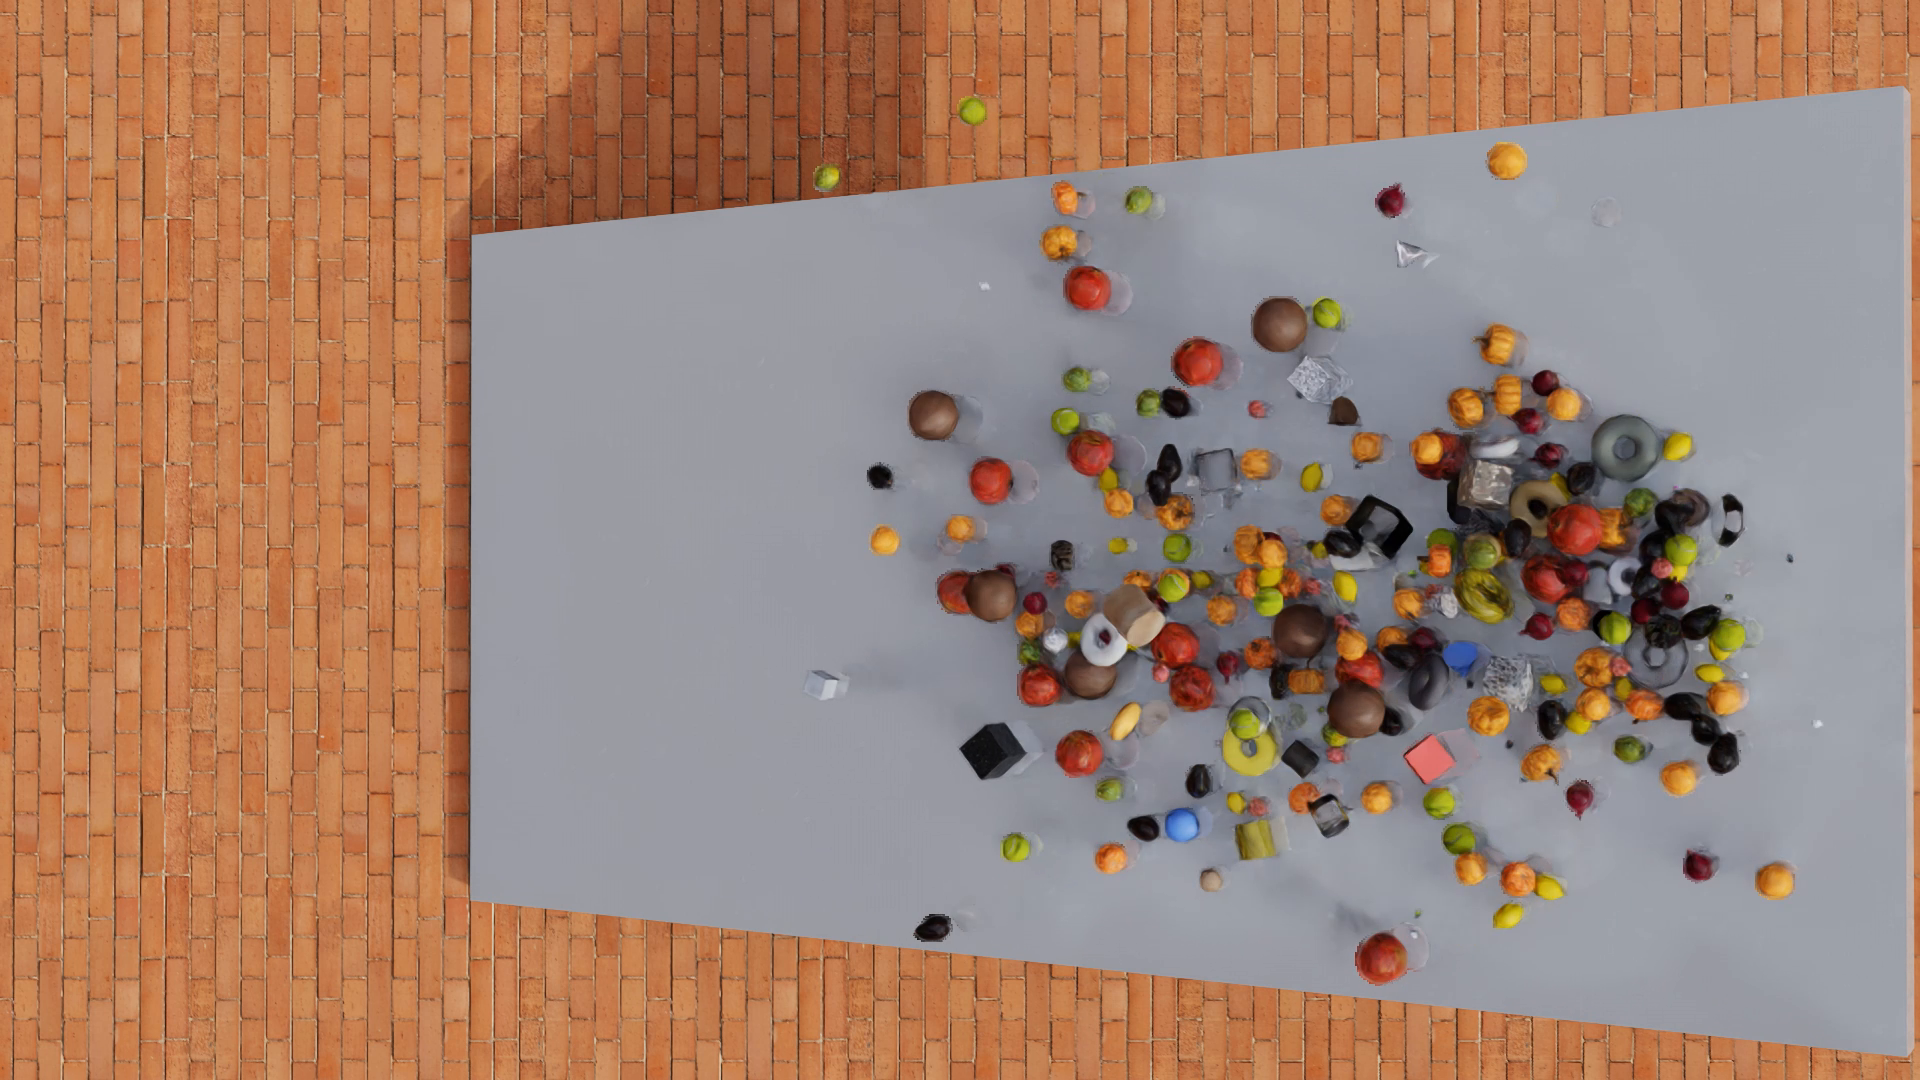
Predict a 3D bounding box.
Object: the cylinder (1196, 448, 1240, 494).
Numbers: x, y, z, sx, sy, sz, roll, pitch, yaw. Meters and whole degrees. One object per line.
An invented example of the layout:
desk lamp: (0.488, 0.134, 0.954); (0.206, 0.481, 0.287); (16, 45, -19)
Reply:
cylinder: (0.620, -0.166, 5.281); (0.091, 0.091, 0.091); (-10, 85, 0)

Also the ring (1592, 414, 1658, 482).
ring: (1.451, -0.200, 4.800); (0.147, 0.049, 0.147); (4, 98, 32)

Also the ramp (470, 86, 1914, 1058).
ramp: (0.264, 0.073, 5.610); (4.000, 0.100, 2.000); (0, 89, 31)

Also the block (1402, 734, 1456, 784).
block: (1.058, 0.495, 4.970); (0.080, 0.080, 0.080); (-38, 82, 3)

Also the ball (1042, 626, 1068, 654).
ball: (0.237, 0.249, 5.459); (0.066, 0.066, 0.066); (0, 89, 0)

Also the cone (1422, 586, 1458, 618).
cone: (1.078, 0.144, 4.989); (0.074, 0.074, 0.074); (-7, 89, 43)

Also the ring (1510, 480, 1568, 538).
ring: (1.267, -0.069, 4.821); (0.134, 0.045, 0.134); (16, 119, 31)

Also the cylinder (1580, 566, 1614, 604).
cylinder: (1.400, 0.099, 4.818); (0.070, 0.070, 0.070); (9, 94, 0)

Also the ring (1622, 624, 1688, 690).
ring: (1.504, 0.250, 4.759); (0.147, 0.049, 0.147); (1, 92, 39)

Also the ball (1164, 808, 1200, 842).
ball: (0.538, 0.691, 5.330); (0.083, 0.083, 0.083); (0, 89, 0)

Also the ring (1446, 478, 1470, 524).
ring: (1.118, -0.087, 4.933); (0.035, 0.104, 0.104); (-6, 89, -2)

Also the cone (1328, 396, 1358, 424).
cone: (0.883, -0.287, 5.158); (0.072, 0.072, 0.072); (13, 60, -23)

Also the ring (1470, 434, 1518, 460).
ring: (1.190, -0.208, 4.900); (0.109, 0.109, 0.036); (-14, 104, 0)

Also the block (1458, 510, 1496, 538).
block: (1.167, -0.027, 4.961); (0.058, 0.058, 0.058); (40, 109, 12)

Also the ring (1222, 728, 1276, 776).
ring: (0.692, 0.497, 5.261); (0.137, 0.046, 0.137); (0, 91, 30)

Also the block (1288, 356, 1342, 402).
block: (0.833, -0.378, 5.164); (0.077, 0.077, 0.077); (46, 112, 23)

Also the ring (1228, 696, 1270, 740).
ring: (0.686, 0.424, 5.225); (0.114, 0.038, 0.114); (-20, 54, 30)

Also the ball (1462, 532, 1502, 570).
ball: (1.162, 0.024, 4.894); (0.085, 0.085, 0.085); (0, 89, 0)

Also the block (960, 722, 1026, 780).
block: (0.085, 0.538, 5.599); (0.099, 0.099, 0.099); (-44, 68, 23)

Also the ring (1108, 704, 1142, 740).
ring: (0.404, 0.444, 5.377); (0.035, 0.105, 0.105); (39, 90, 26)

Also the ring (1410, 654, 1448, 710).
ring: (1.066, 0.323, 4.999); (0.044, 0.133, 0.133); (18, 89, -13)

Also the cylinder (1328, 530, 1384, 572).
cylinder: (0.918, 0.022, 5.095); (0.097, 0.097, 0.097); (-6, 89, 34)

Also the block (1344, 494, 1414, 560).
block: (0.946, -0.029, 4.962); (0.092, 0.092, 0.092); (-53, 134, -5)

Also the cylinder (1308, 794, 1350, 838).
cylinder: (0.849, 0.635, 5.054); (0.070, 0.070, 0.070); (-25, 55, 0)

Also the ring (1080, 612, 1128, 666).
ring: (0.350, 0.242, 5.335); (0.134, 0.045, 0.134); (-11, 72, 36)

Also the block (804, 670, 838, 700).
block: (-0.373, 0.390, 5.903); (0.058, 0.058, 0.058); (25, 102, 29)

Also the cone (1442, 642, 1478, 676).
cone: (1.137, 0.286, 4.979); (0.078, 0.078, 0.078); (-21, 130, 0)

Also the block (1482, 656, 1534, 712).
block: (1.213, 0.319, 4.864); (0.083, 0.083, 0.083); (5, 47, 29)

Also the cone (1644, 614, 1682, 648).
cone: (1.482, 0.191, 4.639); (0.076, 0.076, 0.076); (-1, 86, 19)

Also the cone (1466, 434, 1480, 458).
cone: (1.181, -0.219, 4.977); (0.057, 0.057, 0.057); (-13, 89, -2)

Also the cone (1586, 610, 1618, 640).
cone: (1.398, 0.186, 4.836); (0.066, 0.066, 0.066); (0, 89, -22)

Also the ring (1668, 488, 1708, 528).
ring: (1.568, -0.068, 4.742); (0.084, 0.028, 0.084); (0, 90, 32)

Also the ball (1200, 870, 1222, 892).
ball: (0.605, 0.822, 5.304); (0.056, 0.056, 0.056); (0, 89, 0)

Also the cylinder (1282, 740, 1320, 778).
cylinder: (0.803, 0.515, 5.182); (0.063, 0.063, 0.063); (-41, 56, 0)

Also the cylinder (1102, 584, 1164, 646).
cylinder: (0.383, 0.165, 4.856); (0.099, 0.099, 0.099); (-39, 52, 0)

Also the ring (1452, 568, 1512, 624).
ring: (1.162, 0.123, 4.889); (0.148, 0.148, 0.049); (35, 129, 0)

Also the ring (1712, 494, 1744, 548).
ring: (1.626, -0.040, 4.659); (0.038, 0.113, 0.113); (4, 89, -2)

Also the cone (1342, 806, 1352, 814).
cone: (0.886, 0.637, 5.148); (0.071, 0.071, 0.071); (-9, 89, 4)

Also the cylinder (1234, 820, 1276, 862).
cylinder: (0.700, 0.713, 5.227); (0.085, 0.085, 0.085); (-11, 83, 0)

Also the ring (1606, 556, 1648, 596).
ring: (1.446, 0.079, 4.765); (0.089, 0.030, 0.089); (2, 103, 6)

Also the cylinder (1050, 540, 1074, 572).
cylinder: (0.256, 0.039, 5.506); (0.055, 0.055, 0.055); (-7, 130, 0)

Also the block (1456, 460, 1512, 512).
block: (1.156, -0.118, 4.849); (0.084, 0.084, 0.084); (12, 78, -10)
